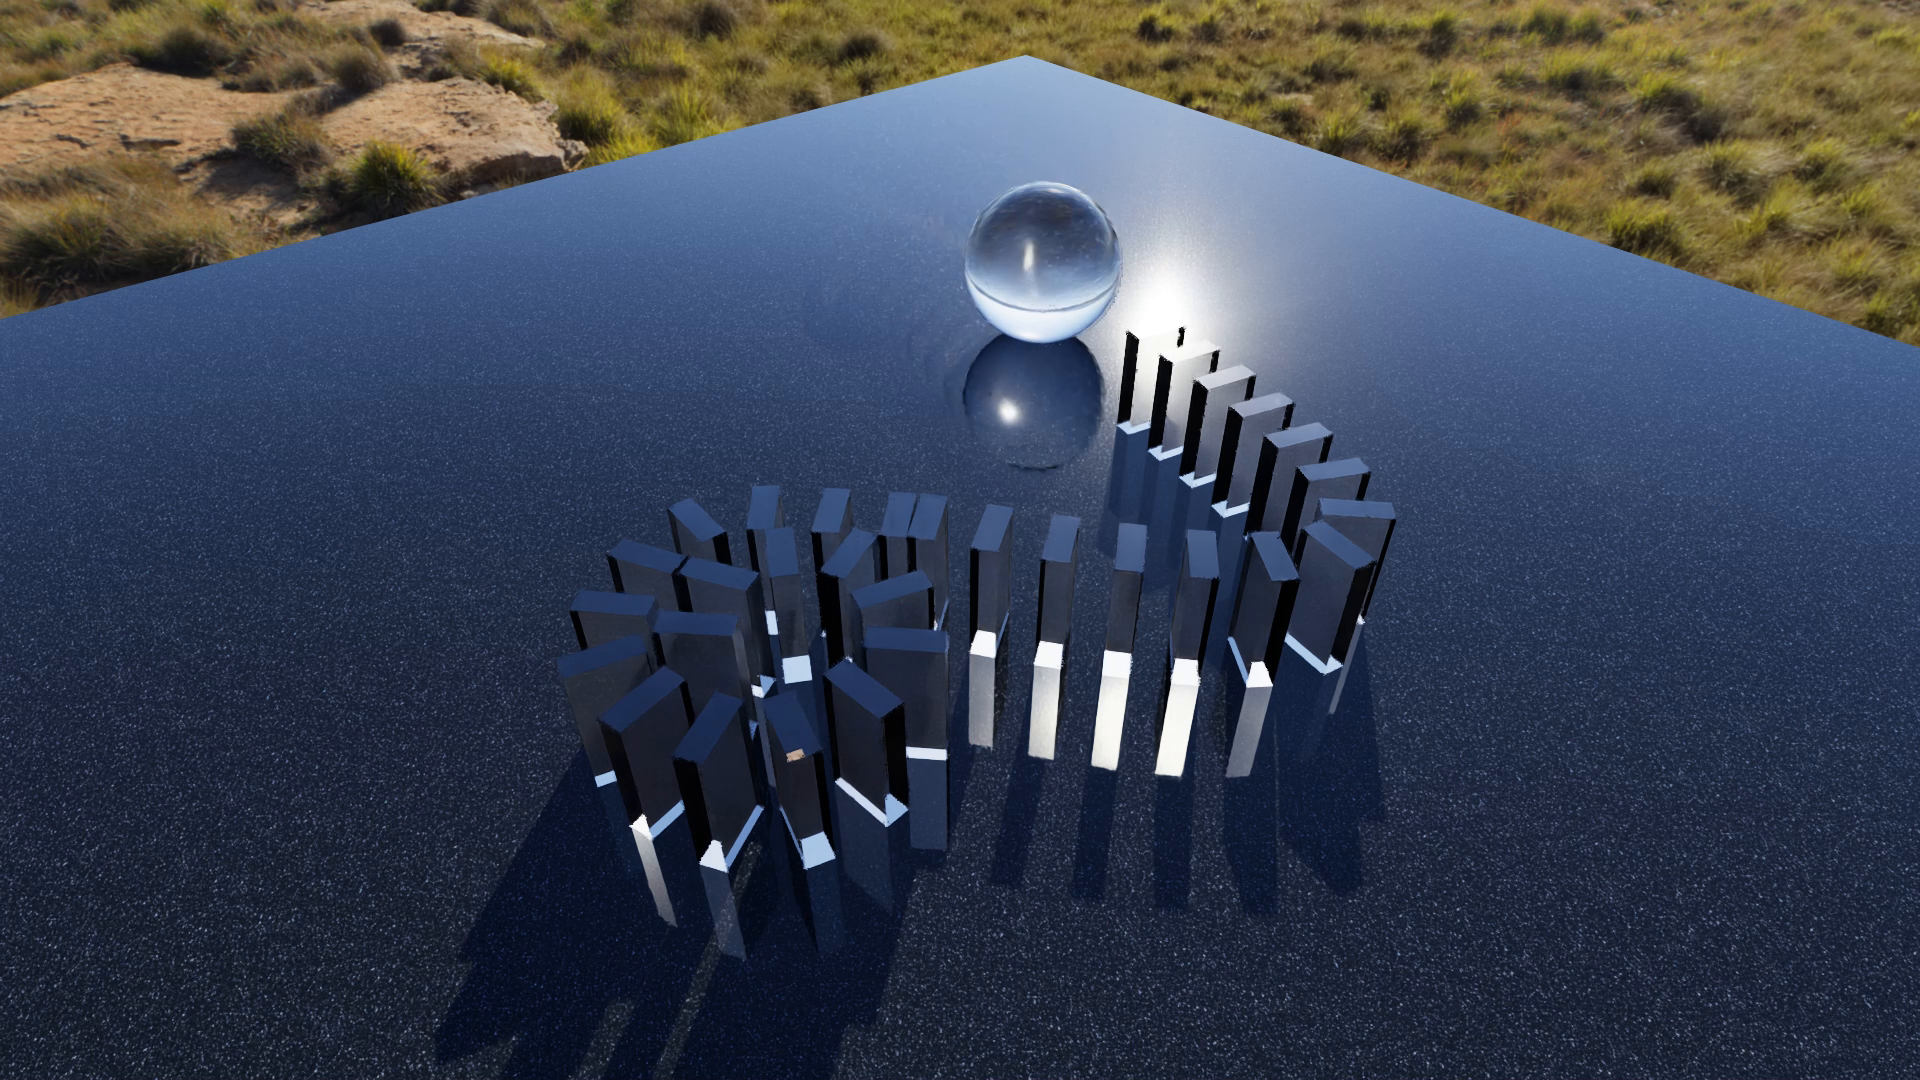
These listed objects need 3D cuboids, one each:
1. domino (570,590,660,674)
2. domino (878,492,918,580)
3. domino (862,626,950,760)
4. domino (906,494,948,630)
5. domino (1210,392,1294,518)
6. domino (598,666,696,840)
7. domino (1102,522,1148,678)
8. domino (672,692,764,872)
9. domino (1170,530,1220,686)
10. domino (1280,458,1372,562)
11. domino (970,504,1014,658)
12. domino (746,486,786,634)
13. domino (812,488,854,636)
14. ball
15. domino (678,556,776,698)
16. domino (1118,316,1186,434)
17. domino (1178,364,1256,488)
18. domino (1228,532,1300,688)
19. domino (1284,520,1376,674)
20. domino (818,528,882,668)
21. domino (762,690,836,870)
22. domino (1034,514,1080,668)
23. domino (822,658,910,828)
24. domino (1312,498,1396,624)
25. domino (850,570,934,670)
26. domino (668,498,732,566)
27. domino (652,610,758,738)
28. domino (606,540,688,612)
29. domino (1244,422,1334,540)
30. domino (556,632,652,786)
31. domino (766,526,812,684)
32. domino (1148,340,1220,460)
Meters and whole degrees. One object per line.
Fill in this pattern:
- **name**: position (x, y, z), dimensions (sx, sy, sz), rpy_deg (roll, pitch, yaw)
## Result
- **domino**: position (-0.110, 0.039, 0.364), dimensions (0.025, 0.050, 0.009), rpy_deg (4, 40, 5)
- **domino**: position (-0.022, 0.010, 0.399), dimensions (0.010, 0.050, 0.025), rpy_deg (4, 39, 5)
- **domino**: position (-0.017, 0.050, 0.351), dimensions (0.025, 0.050, 0.009), rpy_deg (3, 39, 4)
- **domino**: position (-0.011, 0.011, 0.398), dimensions (0.010, 0.050, 0.025), rpy_deg (7, 40, 8)
- **domino**: position (0.120, -0.035, 0.454), dimensions (0.025, 0.050, 0.009), rpy_deg (-16, 42, -19)
- **domino**: position (-0.091, 0.065, 0.332), dimensions (0.009, 0.050, 0.025), rpy_deg (24, 45, 27)
- **domino**: position (0.058, 0.022, 0.385), dimensions (0.010, 0.050, 0.025), rpy_deg (6, 40, 8)
- **domino**: position (-0.070, 0.072, 0.324), dimensions (0.009, 0.050, 0.025), rpy_deg (12, 41, 14)
- **domino**: position (0.081, 0.024, 0.382), dimensions (0.009, 0.050, 0.025), rpy_deg (4, 40, 5)
- **domino**: position (0.137, -0.007, 0.420), dimensions (0.025, 0.050, 0.009), rpy_deg (-9, 40, -10)
- **domino**: position (0.011, 0.015, 0.393), dimensions (0.010, 0.050, 0.025), rpy_deg (9, 40, 11)
- **domino**: position (-0.069, 0.008, 0.402), dimensions (0.010, 0.050, 0.025), rpy_deg (-2, 39, -2)
- **domino**: position (-0.045, 0.009, 0.401), dimensions (0.009, 0.050, 0.025), rpy_deg (3, 39, 4)
- **ball**: position (0.042, -0.140, 0.559), dimensions (0.080, 0.080, 0.080), rpy_deg (0, 39, 0)
- **domino**: position (-0.079, 0.030, 0.375), dimensions (0.025, 0.050, 0.010), rpy_deg (13, 41, 15)
- **domino**: position (0.087, -0.075, 0.503), dimensions (0.025, 0.050, 0.009), rpy_deg (-19, 43, -21)
- **domino**: position (0.110, -0.048, 0.470), dimensions (0.025, 0.050, 0.010), rpy_deg (-18, 43, -21)
- **domino**: position (0.105, 0.024, 0.382), dimensions (0.009, 0.050, 0.025), rpy_deg (-3, 39, -4)
- **domino**: position (0.127, 0.021, 0.386), dimensions (0.010, 0.050, 0.025), rpy_deg (-20, 44, -23)
- **domino**: position (-0.037, 0.024, 0.383), dimensions (0.009, 0.050, 0.025), rpy_deg (15, 42, 18)
- **domino**: position (-0.047, 0.071, 0.325), dimensions (0.009, 0.050, 0.025), rpy_deg (-17, 42, -19)
- **domino**: position (0.034, 0.019, 0.389), dimensions (0.009, 0.050, 0.025), rpy_deg (8, 40, 10)
- **domino**: position (-0.028, 0.062, 0.335), dimensions (0.025, 0.050, 0.010), rpy_deg (32, 49, 33)
- **domino**: position (0.139, 0.008, 0.401), dimensions (0.025, 0.050, 0.009), rpy_deg (4, 40, 5)
- **domino**: position (-0.022, 0.035, 0.369), dimensions (0.025, 0.050, 0.010), rpy_deg (-17, 42, -19)
- **domino**: position (-0.091, 0.012, 0.397), dimensions (0.009, 0.050, 0.025), rpy_deg (-27, 47, -29)
- **domino**: position (-0.082, 0.045, 0.356), dimensions (0.025, 0.050, 0.010), rpy_deg (3, 39, 4)
- **domino**: position (-0.104, 0.025, 0.381), dimensions (0.025, 0.050, 0.009), rpy_deg (14, 41, 16)
- **domino**: position (0.130, -0.021, 0.437), dimensions (0.025, 0.050, 0.009), rpy_deg (-14, 41, -17)
- **domino**: position (-0.108, 0.054, 0.346), dimensions (0.025, 0.050, 0.009), rpy_deg (-18, 43, -20)
- **domino**: position (-0.060, 0.023, 0.383), dimensions (0.010, 0.050, 0.025), rpy_deg (-7, 40, -9)
- **domino**: position (0.098, -0.061, 0.487), dimensions (0.025, 0.050, 0.009), rpy_deg (-19, 43, -22)
